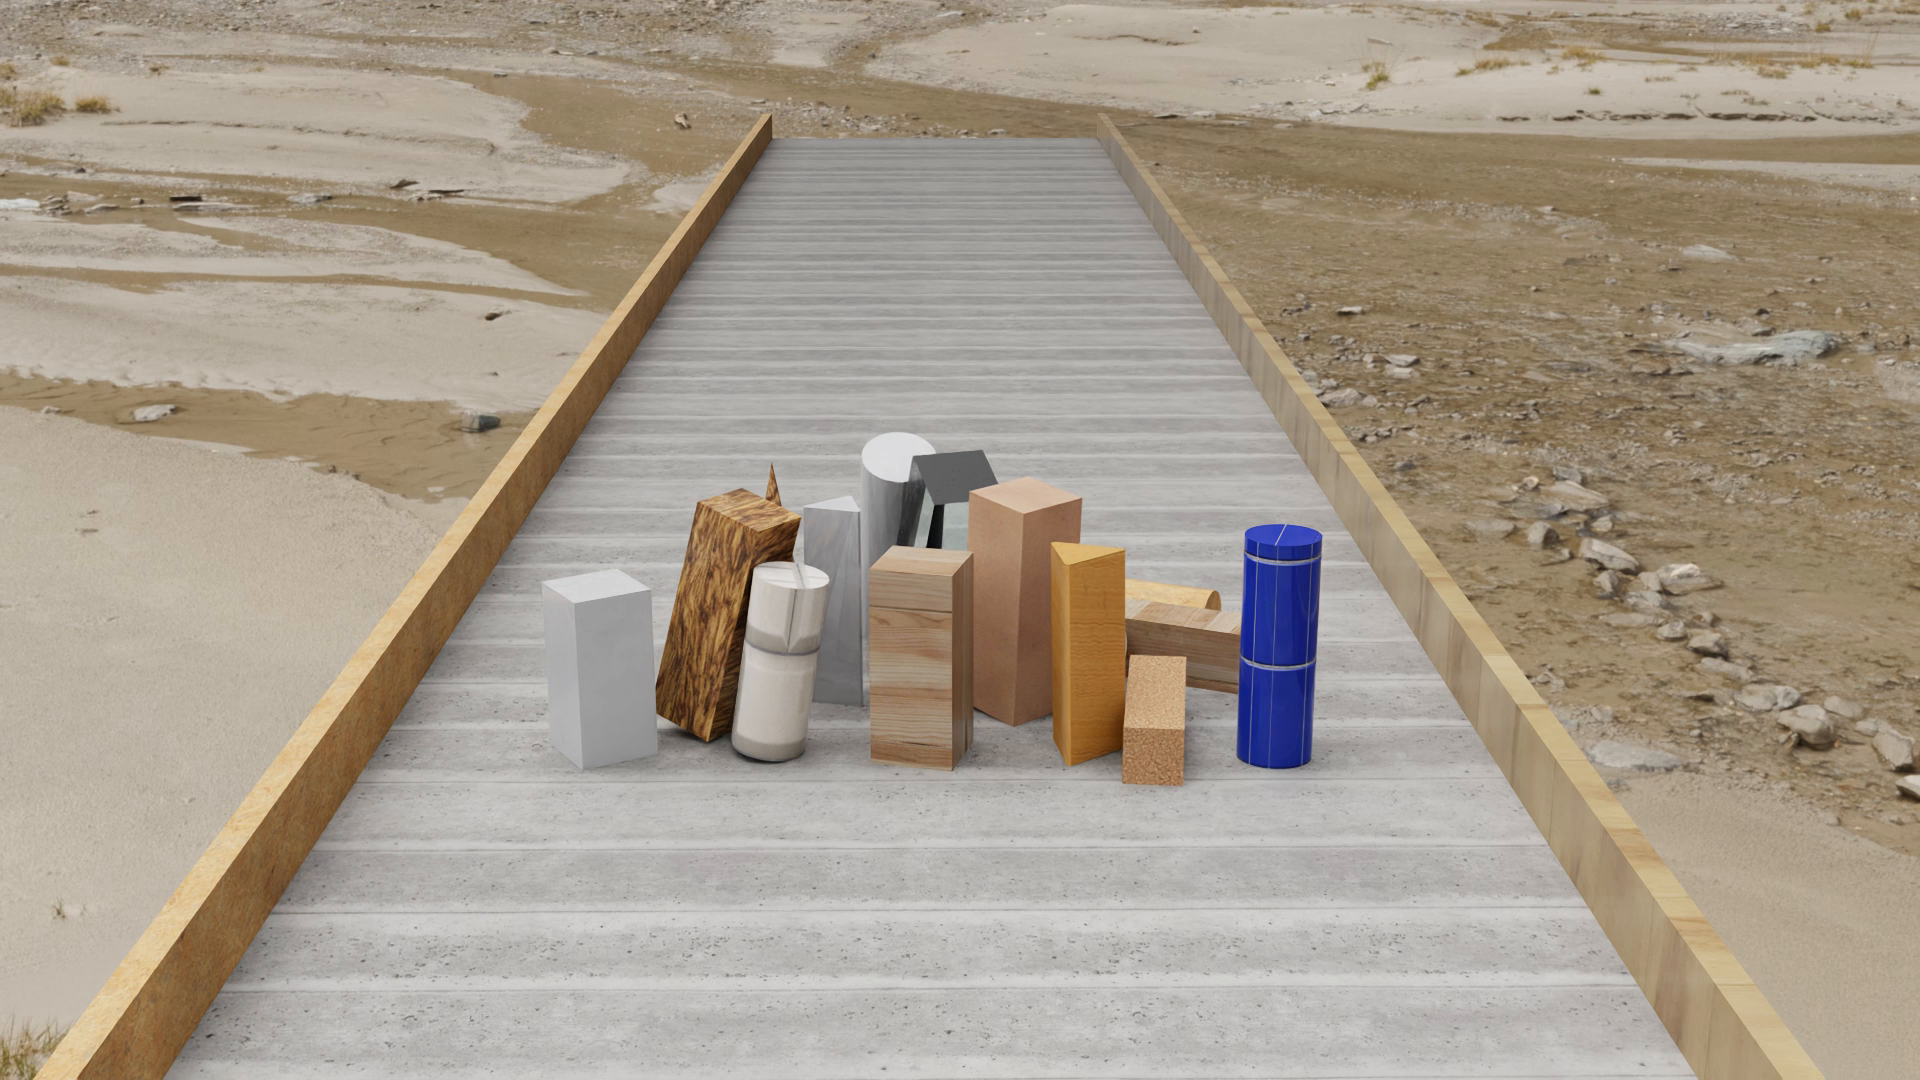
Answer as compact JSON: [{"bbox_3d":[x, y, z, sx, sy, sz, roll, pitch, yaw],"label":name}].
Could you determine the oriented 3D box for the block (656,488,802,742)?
[{"bbox_3d":[-0.426,0.135,3.985,0.135,0.423,0.135,25,23,23],"label":"block"}]

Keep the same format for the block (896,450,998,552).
[{"bbox_3d":[-0.036,0.046,4.259,0.140,0.447,0.140,-6,44,-19],"label":"block"}]

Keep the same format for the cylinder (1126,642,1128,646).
[{"bbox_3d":[0.136,0.163,4.389,0.166,0.166,0.436,-10,19,-31],"label":"cylinder"}]

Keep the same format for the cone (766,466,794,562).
[{"bbox_3d":[-0.367,0.045,4.352,0.162,0.413,0.162,0,17,0],"label":"cone"}]

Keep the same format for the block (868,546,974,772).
[{"bbox_3d":[-0.067,0.208,3.896,0.149,0.360,0.149,4,17,14],"label":"block"}]

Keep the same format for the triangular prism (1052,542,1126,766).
[{"bbox_3d":[0.205,0.195,3.915,0.135,0.373,0.117,-14,21,-36],"label":"triangular prism"}]

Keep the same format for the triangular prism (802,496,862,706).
[{"bbox_3d":[-0.224,0.113,4.172,0.113,0.384,0.097,5,17,18],"label":"triangular prism"}]

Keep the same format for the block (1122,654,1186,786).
[{"bbox_3d":[0.353,0.321,3.966,0.104,0.104,0.373,2,17,6],"label":"block"}]

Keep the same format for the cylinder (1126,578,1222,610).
[{"bbox_3d":[0.366,0.147,4.509,0.314,0.128,0.128,7,18,23],"label":"cylinder"}]

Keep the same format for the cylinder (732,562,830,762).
[{"bbox_3d":[-0.320,0.215,3.900,0.134,0.328,0.134,8,18,-3],"label":"cylinder"}]

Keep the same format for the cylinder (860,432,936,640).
[{"bbox_3d":[-0.130,0.004,4.386,0.144,0.456,0.144,2,44,-2],"label":"cylinder"}]

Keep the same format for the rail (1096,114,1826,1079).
[{"bbox_3d":[0.932,-0.844,7.801,0.050,0.150,12.000,0,17,-1],"label":"rail"}]

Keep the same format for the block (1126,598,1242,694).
[{"bbox_3d":[0.465,0.210,4.307,0.346,0.121,0.121,8,18,24],"label":"block"}]

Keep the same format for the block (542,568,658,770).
[{"bbox_3d":[-0.641,0.228,3.917,0.145,0.309,0.145,-10,19,-31],"label":"block"}]

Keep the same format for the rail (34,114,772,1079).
[{"bbox_3d":[-1.118,-0.838,7.780,0.050,0.150,12.000,0,17,-1],"label":"rail"}]

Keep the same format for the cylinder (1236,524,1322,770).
[{"bbox_3d":[0.561,0.188,3.871,0.134,0.411,0.134,0,17,0],"label":"cylinder"}]

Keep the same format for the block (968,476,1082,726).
[{"bbox_3d":[0.113,0.113,4.087,0.146,0.420,0.146,-15,27,-39],"label":"block"}]
